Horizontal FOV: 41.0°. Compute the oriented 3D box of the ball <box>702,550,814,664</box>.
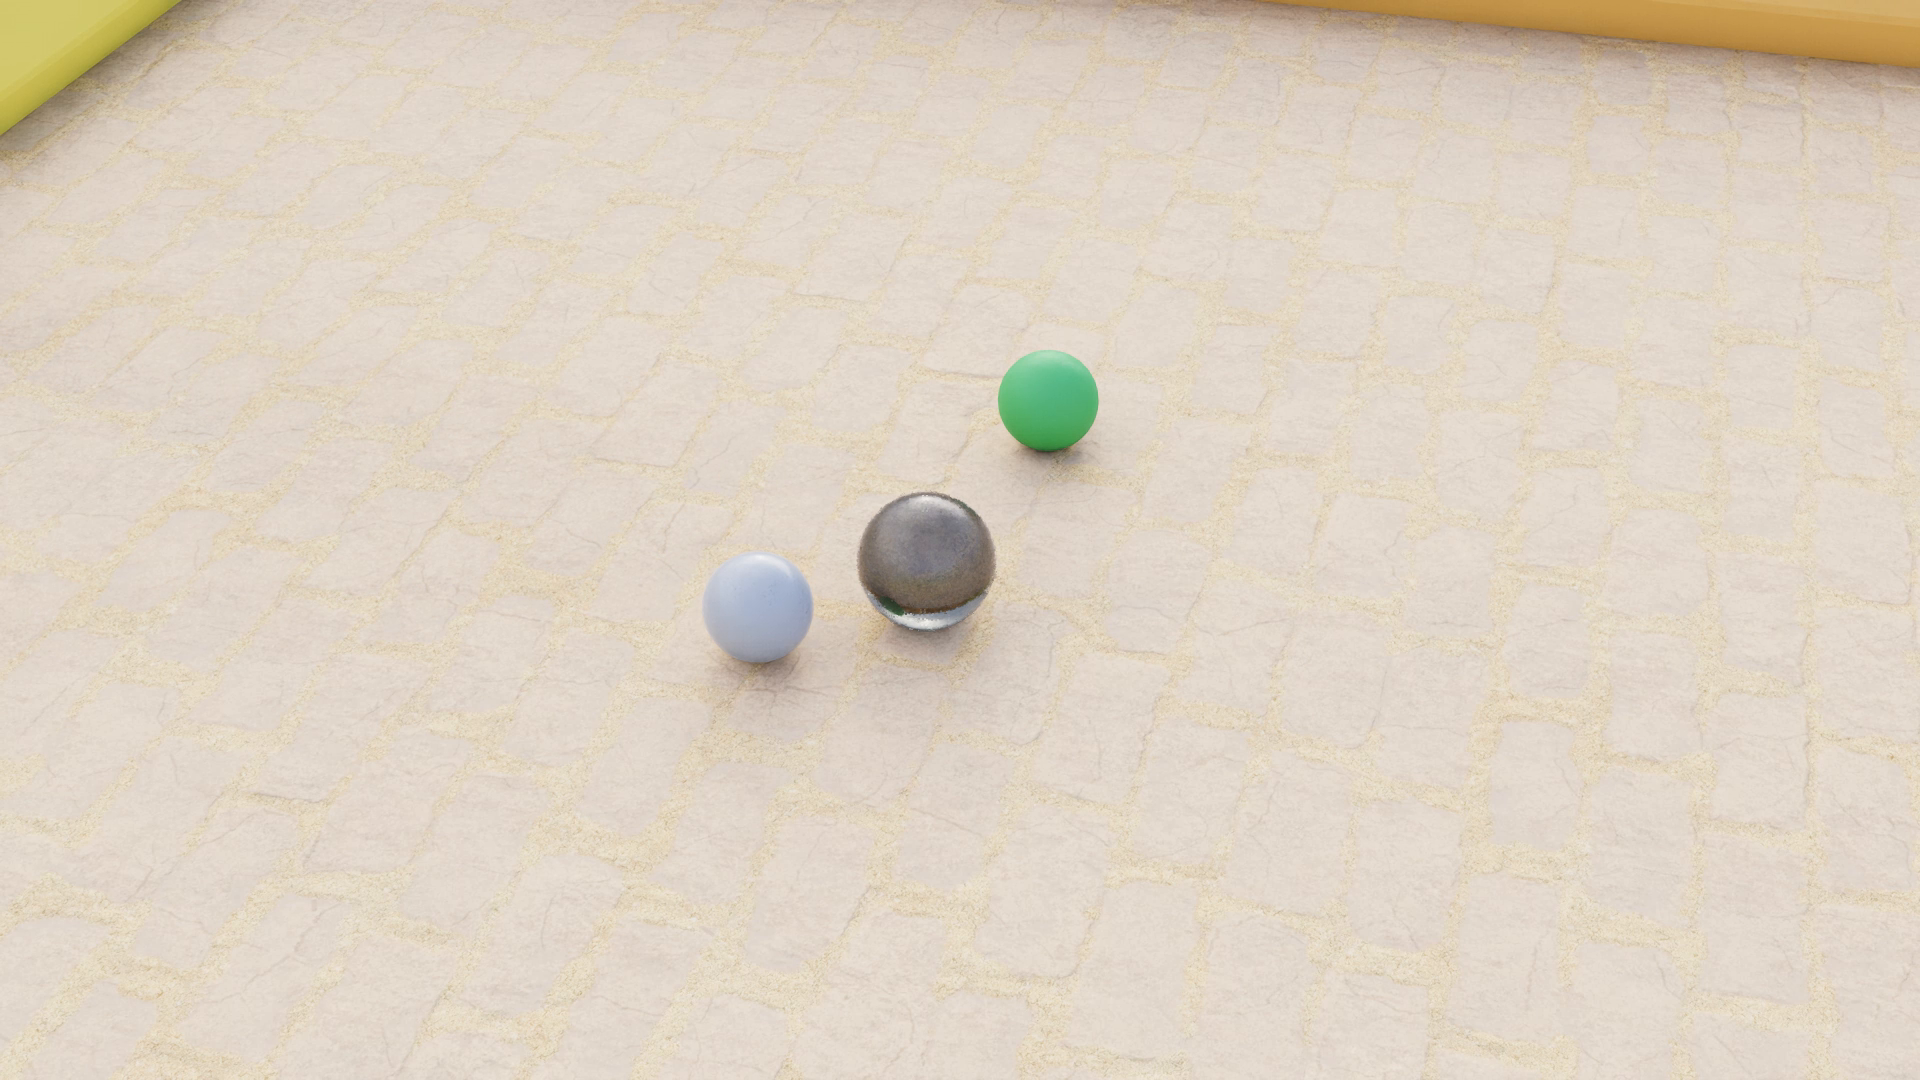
[{"bbox_3d":[-0.140,0.046,1.783,0.078,0.078,0.078,0,34,0],"label":"ball"}]

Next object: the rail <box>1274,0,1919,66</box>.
[{"bbox_3d":[1.359,-0.470,2.496,4.417,0.128,0.045,9,35,12],"label":"rail"}]

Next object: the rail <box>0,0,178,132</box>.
[{"bbox_3d":[-1.044,-0.177,2.065,0.045,0.128,2.301,9,35,12],"label":"rail"}]

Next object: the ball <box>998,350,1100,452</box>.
[{"bbox_3d":[0.069,-0.109,2.011,0.079,0.079,0.079,0,34,0],"label":"ball"}]

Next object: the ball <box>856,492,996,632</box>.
[{"bbox_3d":[-0.024,0.015,1.811,0.099,0.099,0.099,0,34,0],"label":"ball"}]
